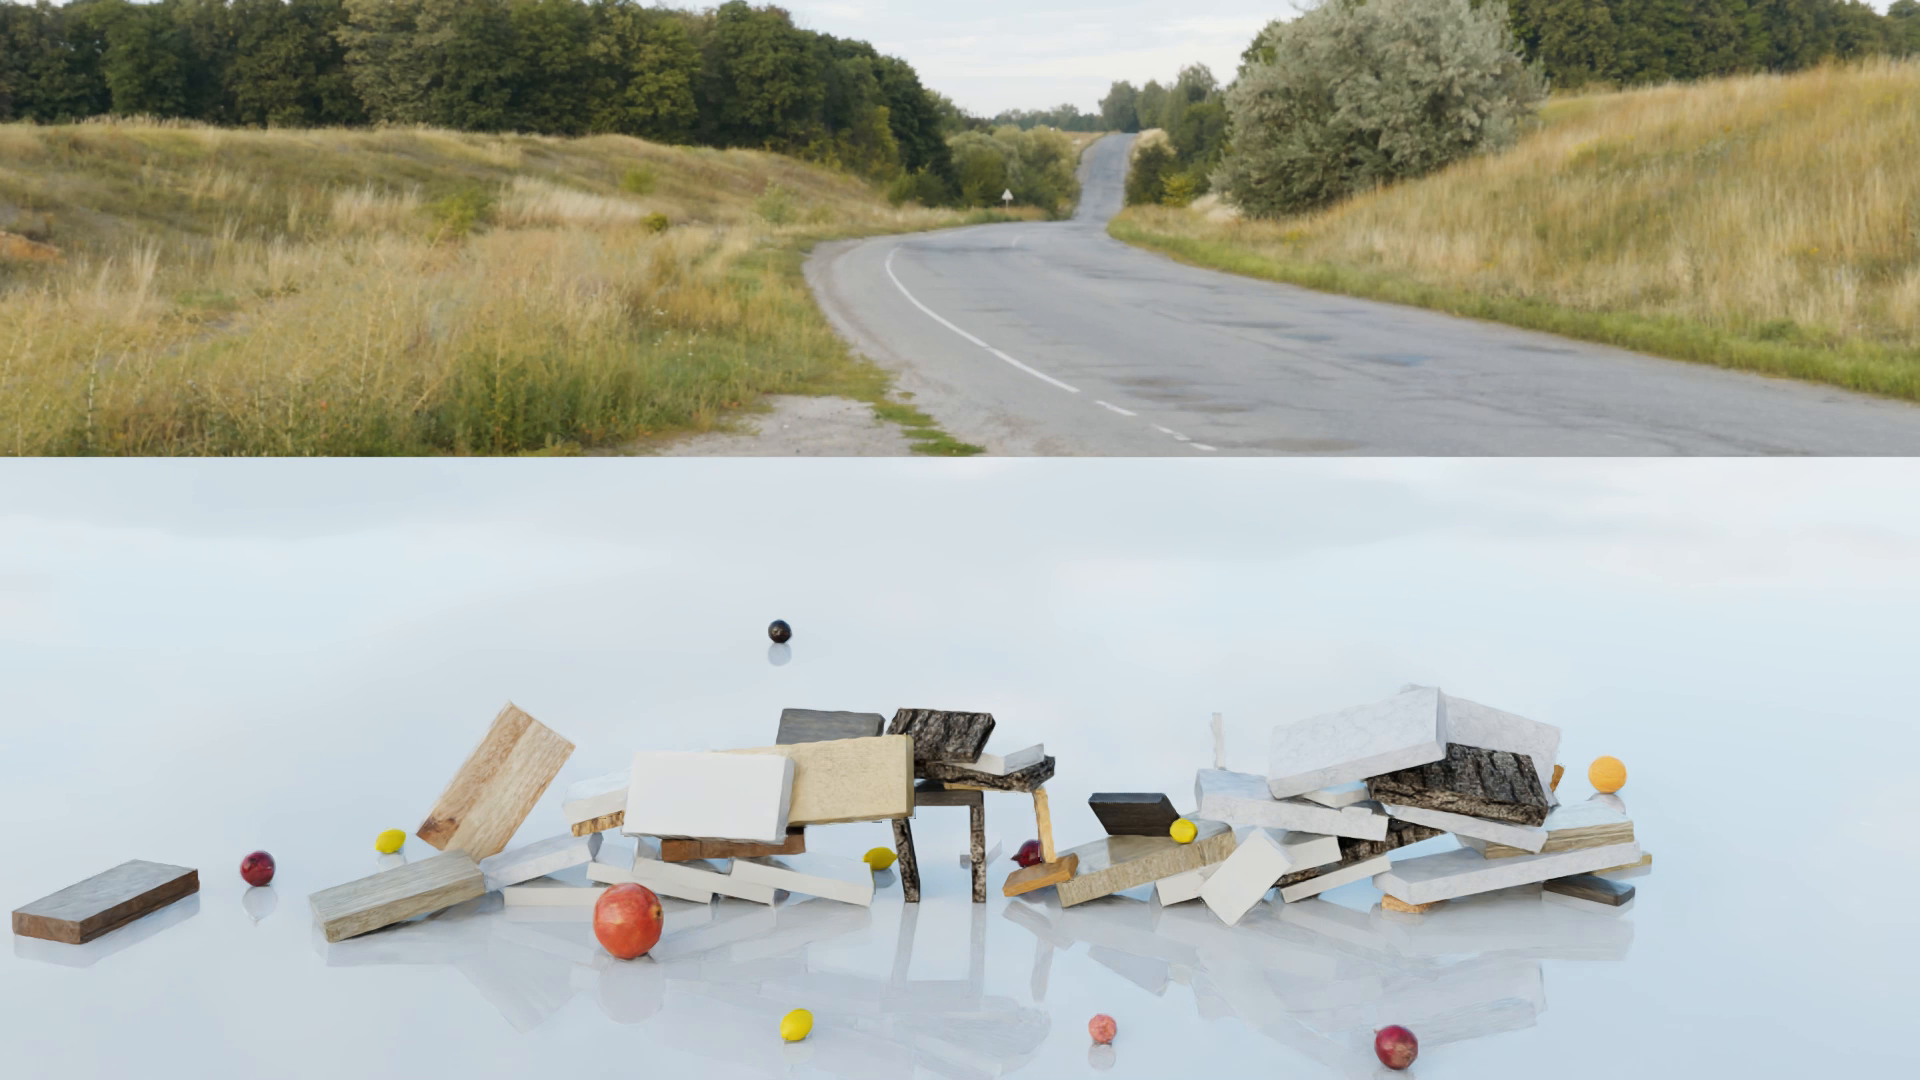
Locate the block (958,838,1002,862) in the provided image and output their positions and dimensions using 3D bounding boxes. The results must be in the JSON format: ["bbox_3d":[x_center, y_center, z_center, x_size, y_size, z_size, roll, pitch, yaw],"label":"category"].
[{"bbox_3d":[0.036,0.546,3.869,0.048,0.014,0.096,3,11,18],"label":"block"}]

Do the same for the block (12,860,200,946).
[{"bbox_3d":[-1.387,0.587,3.580,0.136,0.039,0.272,4,11,21],"label":"block"}]

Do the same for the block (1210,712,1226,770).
[{"bbox_3d":[0.439,0.347,3.741,0.014,0.096,0.048,-2,-25,-1],"label":"block"}]

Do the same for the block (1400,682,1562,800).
[{"bbox_3d":[0.867,0.350,3.715,0.283,0.142,0.040,17,-11,-11],"label":"block"}]

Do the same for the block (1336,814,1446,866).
[{"bbox_3d":[0.710,0.489,3.660,0.183,0.026,0.091,-18,10,6],"label":"block"}]

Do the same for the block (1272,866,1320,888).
[{"bbox_3d":[0.501,0.555,3.662,0.183,0.026,0.091,-14,10,4],"label":"block"}]

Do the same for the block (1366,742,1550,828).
[{"bbox_3d":[0.802,0.387,3.582,0.284,0.040,0.142,9,30,-5],"label":"block"}]

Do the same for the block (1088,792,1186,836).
[{"bbox_3d":[0.296,0.460,3.685,0.157,0.078,0.022,-6,36,45],"label":"block"}]

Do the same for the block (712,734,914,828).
[{"bbox_3d":[-0.244,0.394,3.551,0.346,0.128,0.036,-7,-20,17],"label":"block"}]

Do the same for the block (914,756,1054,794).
[{"bbox_3d":[0.031,0.373,3.617,0.224,0.032,0.112,5,11,24],"label":"block"}]

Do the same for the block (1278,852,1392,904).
[{"bbox_3d":[0.618,0.549,3.657,0.183,0.026,0.091,-19,10,3],"label":"block"}]

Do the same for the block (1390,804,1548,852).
[{"bbox_3d":[0.828,0.433,3.618,0.255,0.036,0.127,14,29,-9],"label":"block"}]

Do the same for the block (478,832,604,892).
[{"bbox_3d":[-0.704,0.531,3.660,0.207,0.029,0.103,-17,11,4],"label":"block"}]

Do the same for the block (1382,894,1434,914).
[{"bbox_3d":[0.754,0.584,3.636,0.067,0.019,0.133,2,10,33],"label":"block"}]

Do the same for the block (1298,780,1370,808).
[{"bbox_3d":[0.591,0.403,3.614,0.078,0.022,0.157,-9,14,-34],"label":"block"}]

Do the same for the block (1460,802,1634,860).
[{"bbox_3d":[0.988,0.489,3.708,0.255,0.036,0.127,-6,8,-6],"label":"block"}]

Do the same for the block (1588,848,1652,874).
[{"bbox_3d":[1.126,0.553,3.817,0.133,0.019,0.067,-5,12,-25],"label":"block"}]

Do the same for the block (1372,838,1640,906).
[{"bbox_3d":[0.910,0.539,3.663,0.433,0.036,0.127,-7,8,-18],"label":"block"}]

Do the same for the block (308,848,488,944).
[{"bbox_3d":[-0.907,0.571,3.546,0.256,0.036,0.128,-15,18,-24],"label":"block"}]

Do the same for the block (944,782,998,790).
[{"bbox_3d":[0.037,0.395,3.629,0.122,0.017,0.061,1,10,4],"label":"block"}]

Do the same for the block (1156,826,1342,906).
[{"bbox_3d":[0.472,0.526,3.659,0.302,0.043,0.151,-15,10,4],"label":"block"}]

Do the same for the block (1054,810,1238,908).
[{"bbox_3d":[0.302,0.526,3.669,0.302,0.043,0.151,-16,10,-2],"label":"block"}]

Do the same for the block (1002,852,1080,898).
[{"bbox_3d":[0.133,0.553,3.629,0.121,0.017,0.061,-20,12,22],"label":"block"}]

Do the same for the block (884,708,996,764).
[{"bbox_3d":[-0.037,0.317,3.576,0.175,0.025,0.088,1,43,31],"label":"block"}]

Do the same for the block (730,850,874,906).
[{"bbox_3d":[-0.264,0.548,3.644,0.233,0.033,0.117,13,10,-9],"label":"block"}]

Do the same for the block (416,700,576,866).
[{"bbox_3d":[-0.790,0.423,3.747,0.136,0.272,0.039,36,-4,-16],"label":"block"}]

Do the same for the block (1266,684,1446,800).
[{"bbox_3d":[0.644,0.329,3.569,0.286,0.040,0.142,-17,29,24],"label":"block"}]

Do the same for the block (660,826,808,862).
[{"bbox_3d":[-0.371,0.487,3.630,0.233,0.033,0.117,-3,14,-2],"label":"block"}]

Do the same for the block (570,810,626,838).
[{"bbox_3d":[-0.420,0.416,3.675,0.461,0.025,0.088,-15,11,4],"label":"block"}]

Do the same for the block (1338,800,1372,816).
[{"bbox_3d":[0.636,0.428,3.591,0.048,0.014,0.095,6,11,-5],"label":"block"}]

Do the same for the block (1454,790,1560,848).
[{"bbox_3d":[0.949,0.477,3.847,0.184,0.076,0.021,-31,-37,9],"label":"block"}]

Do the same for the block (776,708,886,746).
[{"bbox_3d":[-0.215,0.325,3.606,0.176,0.088,0.025,2,-23,20],"label":"block"}]

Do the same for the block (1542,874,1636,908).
[{"bbox_3d":[1.049,0.580,3.670,0.133,0.019,0.067,8,13,38],"label":"block"}]

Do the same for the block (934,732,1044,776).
[{"bbox_3d":[0.014,0.341,3.615,0.224,0.032,0.112,8,13,37],"label":"block"}]

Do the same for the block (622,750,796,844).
[{"bbox_3d":[-0.407,0.415,3.558,0.272,0.136,0.039,0,-17,20],"label":"block"}]

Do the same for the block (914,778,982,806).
[{"bbox_3d":[-0.049,0.416,3.631,0.166,0.023,0.083,0,11,-2],"label":"block"}]

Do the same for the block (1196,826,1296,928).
[{"bbox_3d":[0.453,0.535,3.494,0.078,0.157,0.022,46,28,15],"label":"block"}]

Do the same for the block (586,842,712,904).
[{"bbox_3d":[-0.511,0.553,3.661,0.207,0.029,0.103,12,10,-4],"label":"block"}]

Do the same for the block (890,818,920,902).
[{"bbox_3d":[-0.092,0.508,3.651,0.023,0.166,0.083,-9,10,1],"label":"block"}]

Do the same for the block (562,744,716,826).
[{"bbox_3d":[-0.535,0.410,3.700,0.256,0.036,0.128,-16,10,-1],"label":"block"}]

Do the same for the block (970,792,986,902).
[{"bbox_3d":[0.030,0.509,3.650,0.023,0.166,0.083,-2,11,1],"label":"block"}]

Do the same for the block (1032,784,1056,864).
[{"bbox_3d":[0.139,0.470,3.650,0.017,0.122,0.061,-8,4,-5],"label":"block"}]

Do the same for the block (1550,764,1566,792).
[{"bbox_3d":[1.009,0.459,3.912,0.076,0.151,0.021,24,2,8],"label":"block"}]

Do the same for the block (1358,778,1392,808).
[{"bbox_3d":[0.708,0.425,3.657,0.095,0.014,0.048,30,14,-24],"label":"block"}]

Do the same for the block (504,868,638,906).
[{"bbox_3d":[-0.645,0.576,3.663,0.207,0.029,0.103,0,11,0],"label":"block"}]

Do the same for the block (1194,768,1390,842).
[{"bbox_3d":[0.545,0.437,3.641,0.302,0.043,0.151,7,11,1],"label":"block"}]

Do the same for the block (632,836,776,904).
[{"bbox_3d":[-0.424,0.542,3.645,0.233,0.033,0.117,14,11,-10],"label":"block"}]
